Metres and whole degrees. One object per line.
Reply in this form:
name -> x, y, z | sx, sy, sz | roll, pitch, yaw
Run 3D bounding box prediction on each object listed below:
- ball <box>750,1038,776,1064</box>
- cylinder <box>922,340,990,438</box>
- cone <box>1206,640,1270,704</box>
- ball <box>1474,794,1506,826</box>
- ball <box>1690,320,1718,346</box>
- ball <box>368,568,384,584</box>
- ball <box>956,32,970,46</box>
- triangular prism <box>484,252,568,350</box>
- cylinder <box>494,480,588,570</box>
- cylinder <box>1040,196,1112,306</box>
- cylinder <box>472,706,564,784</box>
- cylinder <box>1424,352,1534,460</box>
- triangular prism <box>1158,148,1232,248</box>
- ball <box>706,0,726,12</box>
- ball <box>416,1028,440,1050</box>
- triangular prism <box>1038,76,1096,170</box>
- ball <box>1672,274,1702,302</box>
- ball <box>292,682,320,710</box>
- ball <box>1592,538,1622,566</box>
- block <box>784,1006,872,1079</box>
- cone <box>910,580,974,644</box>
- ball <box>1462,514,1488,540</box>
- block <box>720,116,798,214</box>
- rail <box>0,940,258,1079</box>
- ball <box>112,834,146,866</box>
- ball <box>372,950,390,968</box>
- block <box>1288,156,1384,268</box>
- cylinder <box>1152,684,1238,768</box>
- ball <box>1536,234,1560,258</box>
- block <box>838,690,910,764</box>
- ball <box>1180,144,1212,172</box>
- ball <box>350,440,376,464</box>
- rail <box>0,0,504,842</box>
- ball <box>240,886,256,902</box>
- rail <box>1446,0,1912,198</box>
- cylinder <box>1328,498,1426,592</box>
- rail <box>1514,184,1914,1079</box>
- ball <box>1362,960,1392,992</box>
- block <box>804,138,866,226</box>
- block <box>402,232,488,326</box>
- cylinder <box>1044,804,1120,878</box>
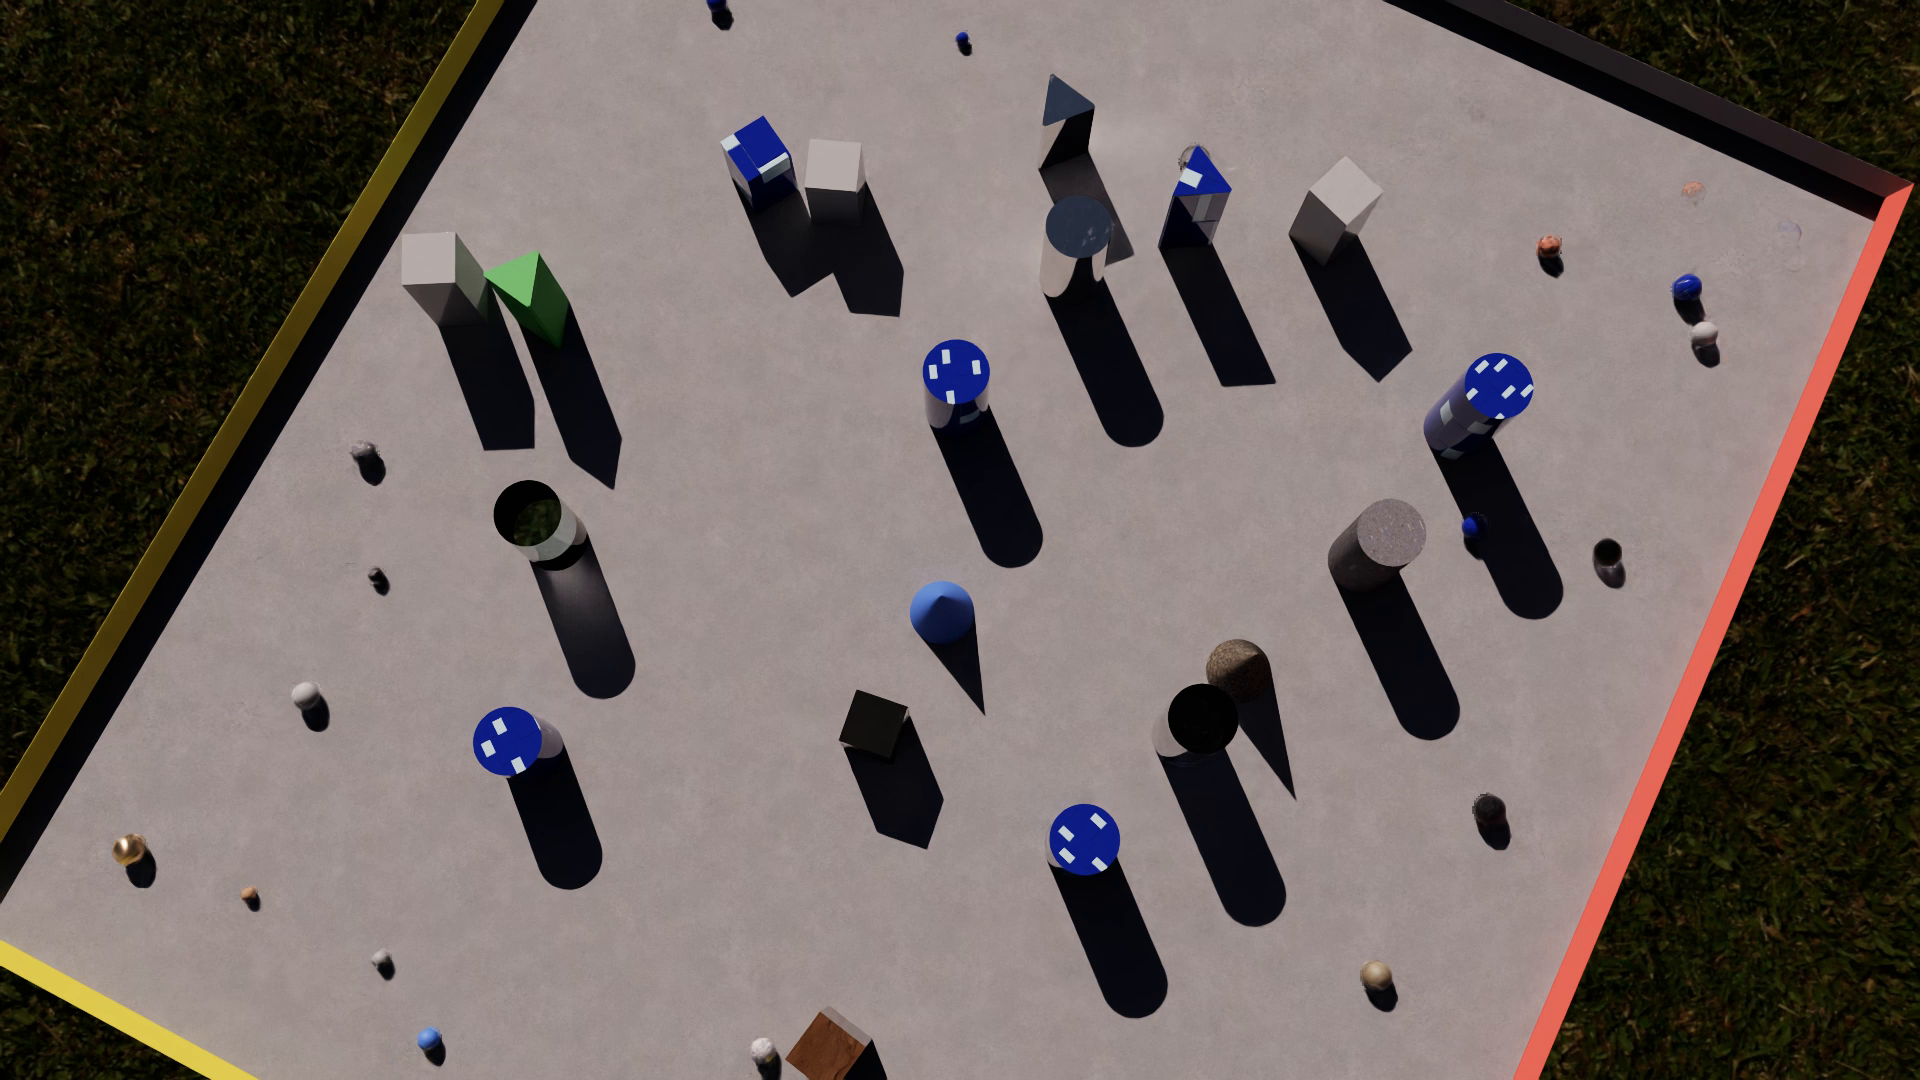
ball -> -0.568, 1.470, 5.275 | 0.072, 0.072, 0.072 | 0, 78, 0
cylinder -> -0.011, -0.450, 5.511 | 0.196, 0.389, 0.196 | 0, 78, 0
cone -> 0.841, 0.359, 5.352 | 0.196, 0.373, 0.196 | 0, 78, 0
ball -> 1.565, 0.798, 5.405 | 0.092, 0.092, 0.092 | 0, 78, 0
ball -> 2.319, -0.642, 5.709 | 0.079, 0.079, 0.079 | 0, 78, 0
ball -> -1.774, 0.109, 5.571 | 0.046, 0.046, 0.046 | 0, 78, 0
ball -> 0.009, -1.622, 5.931 | 0.042, 0.042, 0.042 | 0, 78, 0
triangular prism -> -1.279, -0.743, 5.554 | 0.170, 0.424, 0.147 | 35, 80, 7
cylinder -> -1.240, -0.039, 5.434 | 0.196, 0.373, 0.196 | 0, 78, 0
cylinder -> 0.348, -0.873, 5.576 | 0.196, 0.434, 0.196 | 0, 78, 0
cylinder -> -1.283, 0.600, 5.341 | 0.196, 0.297, 0.196 | 0, 78, 0
cylinder -> 1.536, -0.391, 5.455 | 0.196, 0.475, 0.196 | 0, 78, 0
triangular prism -> 0.708, -1.048, 5.612 | 0.170, 0.434, 0.147 | -4, 78, -1
ball -> -0.789, -1.745, 5.944 | 0.067, 0.067, 0.067 | 0, 78, 0
ball -> -1.535, 1.441, 5.287 | 0.062, 0.062, 0.062 | 0, 78, 0
triangular prism -> 0.305, -1.316, 5.721 | 0.170, 0.330, 0.147 | -21, 79, -4
ball -> 2.277, -0.788, 5.735 | 0.088, 0.088, 0.088 | 0, 78, 0
ball -> -1.955, 0.466, 5.478 | 0.083, 0.083, 0.083 | 0, 78, 0
ball -> 1.967, 0.038, 5.565 | 0.085, 0.085, 0.085 | 0, 78, 0
block -> -0.365, 1.426, 5.138 | 0.157, 0.359, 0.157 | 36, 81, 7
cone -> -0.054, 0.190, 5.424 | 0.196, 0.300, 0.196 | 0, 78, 0
ball -> 1.569, -0.038, 5.585 | 0.078, 0.078, 0.078 | 0, 78, 0
block -> -0.624, -1.168, 5.723 | 0.157, 0.265, 0.157 | -33, 80, -6
rail -> -1.037, 2.037, 5.129 | 4.317, 0.127, 0.045 | 26, 80, 5
ball -> -2.441, 0.911, 5.382 | 0.090, 0.090, 0.090 | 0, 78, 0
ball -> -1.688, 1.221, 5.339 | 0.049, 0.049, 0.049 | 0, 78, 0
block -> 1.152, -1.006, 5.641 | 0.157, 0.360, 0.157 | -43, 81, -8
cylinder -> 0.672, 0.539, 5.279 | 0.196, 0.443, 0.196 | 0, 78, 0
ball -> 1.854, -0.925, 5.771 | 0.072, 0.072, 0.072 | 0, 78, 0
block -> -0.249, 0.551, 5.381 | 0.157, 0.238, 0.157 | 18, 79, 4
ball -> 0.748, -1.205, 5.816 | 0.098, 0.098, 0.098 | 0, 78, 0
ball -> -1.833, -0.269, 5.633 | 0.077, 0.077, 0.077 | 0, 78, 0
rail -> -1.909, -0.928, 5.743 | 0.045, 0.127, 4.684 | 26, 80, 5
ball -> -2.090, 1.040, 5.380 | 0.042, 0.042, 0.042 | 0, 78, 0
rail -> 1.037, -2.024, 5.969 | 4.317, 0.127, 0.045 | 26, 80, 5
cylinder -> 1.222, 0.022, 5.394 | 0.196, 0.426, 0.196 | 0, 78, 0
rail -> 1.909, 0.942, 5.356 | 0.045, 0.127, 4.684 | 26, 80, 5
ball -> 1.210, 1.264, 5.312 | 0.086, 0.086, 0.086 | 0, 78, 0
block -> -0.385, -1.108, 5.700 | 0.157, 0.287, 0.157 | 5, 78, 1
block -> -1.565, -0.791, 5.584 | 0.157, 0.384, 0.157 | -3, 78, -1
cylinder -> 0.344, 0.865, 5.243 | 0.196, 0.381, 0.196 | 0, 78, 0
